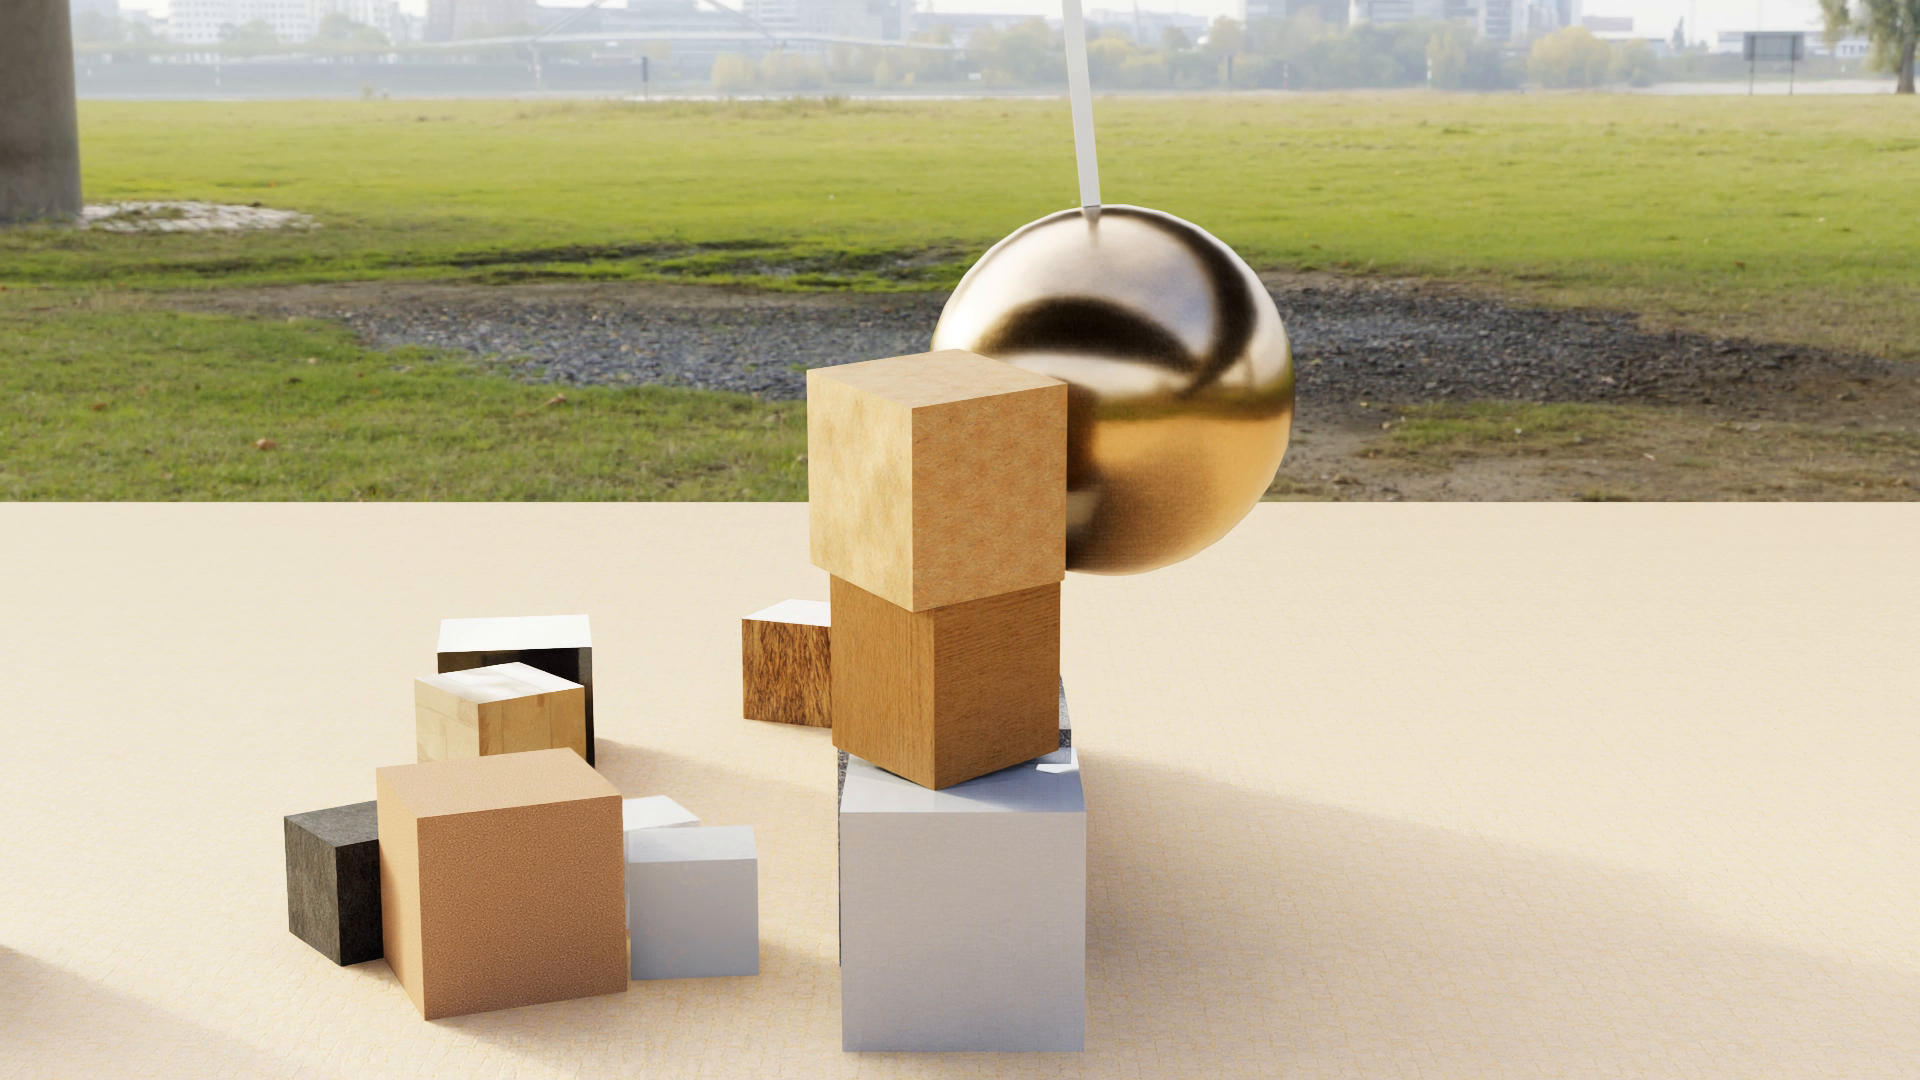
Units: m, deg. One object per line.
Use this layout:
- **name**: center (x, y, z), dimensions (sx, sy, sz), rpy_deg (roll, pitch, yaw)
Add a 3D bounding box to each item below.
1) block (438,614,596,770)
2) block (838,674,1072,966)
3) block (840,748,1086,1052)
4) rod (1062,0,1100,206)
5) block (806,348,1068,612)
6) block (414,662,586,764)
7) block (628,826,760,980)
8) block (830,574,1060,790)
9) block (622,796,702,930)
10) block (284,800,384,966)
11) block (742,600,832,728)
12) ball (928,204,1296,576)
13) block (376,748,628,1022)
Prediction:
- **block**: center (-2.292, 0.805, 13.276), dimensions (0.764, 0.666, 0.788), rpy_deg (-2, 10, -9)
- **block**: center (-0.024, 1.137, 10.589), dimensions (0.918, 0.974, 0.931), rpy_deg (0, 10, 0)
- **block**: center (0.011, 1.337, 9.687), dimensions (0.881, 0.903, 0.896), rpy_deg (0, 10, 0)
- **rod**: center (0.279, -3.969, 10.459), dimensions (0.080, 5.200, 0.080), rpy_deg (-6, 10, 1)
- **block**: center (-0.089, -0.241, 9.555), dimensions (0.677, 0.754, 0.715), rpy_deg (-11, 20, -32)
- **block**: center (-2.209, 0.992, 12.340), dimensions (0.562, 0.633, 0.655), rpy_deg (-8, 13, -37)
- **block**: center (-1.068, 1.447, 10.268), dimensions (0.501, 0.480, 0.450), rpy_deg (-1, 10, -7)
- **block**: center (-0.056, 0.461, 9.752), dimensions (0.625, 0.704, 0.607), rpy_deg (-14, 22, -39)
- **block**: center (-1.371, 1.365, 10.864), dimensions (0.430, 0.427, 0.419), rpy_deg (-5, 12, -27)
- **block**: center (-2.405, 1.389, 10.539), dimensions (0.543, 0.497, 0.531), rpy_deg (-8, 13, -36)
- **block**: center (-0.832, 0.680, 14.248), dimensions (0.545, 0.565, 0.572), rpy_deg (4, 11, 23)
- **ball**: center (0.645, -0.643, 11.063), dimensions (1.600, 1.600, 1.600), rpy_deg (0, 10, 0)
- **block**: center (-1.804, 1.327, 10.062), dimensions (0.788, 0.790, 0.766), rpy_deg (-4, 11, -23)
